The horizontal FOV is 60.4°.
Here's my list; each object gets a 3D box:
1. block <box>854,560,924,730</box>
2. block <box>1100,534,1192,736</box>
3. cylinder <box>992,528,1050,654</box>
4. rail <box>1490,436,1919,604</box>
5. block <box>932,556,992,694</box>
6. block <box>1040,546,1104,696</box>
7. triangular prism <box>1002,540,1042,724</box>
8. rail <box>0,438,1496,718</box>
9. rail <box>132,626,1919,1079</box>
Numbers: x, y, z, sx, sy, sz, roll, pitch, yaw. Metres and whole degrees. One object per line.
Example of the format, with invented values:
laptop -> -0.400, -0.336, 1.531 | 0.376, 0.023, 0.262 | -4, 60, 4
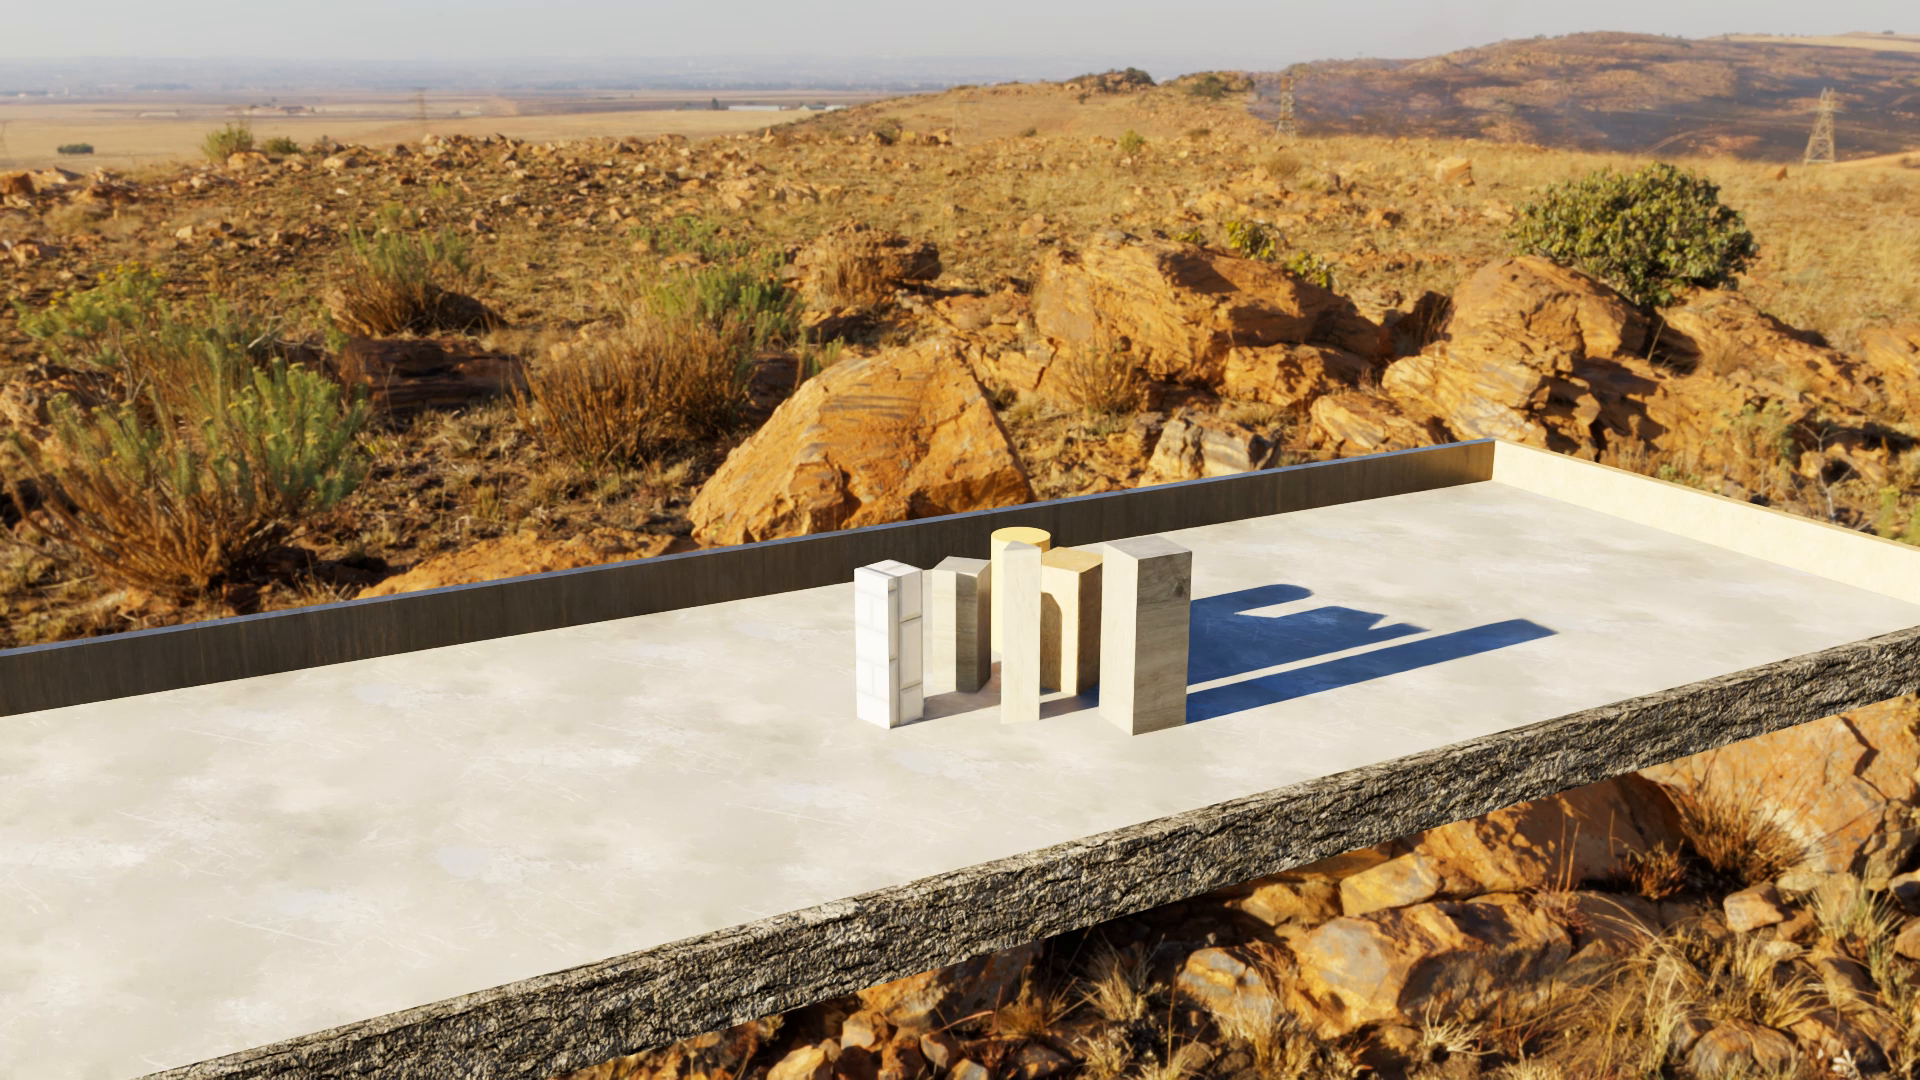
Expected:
block -> -0.165, 0.244, 3.873 | 0.111, 0.368, 0.111 | 16, 23, 43
block -> 0.431, 0.221, 3.847 | 0.147, 0.427, 0.147 | -8, 18, -25
cylinder -> 0.159, 0.134, 4.353 | 0.154, 0.307, 0.154 | 0, 16, 0
rail -> 2.466, -0.048, 5.253 | 0.050, 0.150, 2.100 | -9, 18, -27
block -> 0.006, 0.209, 4.096 | 0.116, 0.308, 0.116 | 5, 17, 18
block -> 0.270, 0.200, 4.116 | 0.161, 0.316, 0.161 | 11, 20, 33
triangular prism -> 0.133, 0.215, 3.871 | 0.092, 0.425, 0.079 | -4, 17, -14
rail -> -3.305, 0.497, 3.399 | 12.000, 0.150, 0.050 | -9, 18, -27
rail -> -2.336, 1.006, 1.665 | 12.000, 0.150, 0.050 | -9, 18, -27
